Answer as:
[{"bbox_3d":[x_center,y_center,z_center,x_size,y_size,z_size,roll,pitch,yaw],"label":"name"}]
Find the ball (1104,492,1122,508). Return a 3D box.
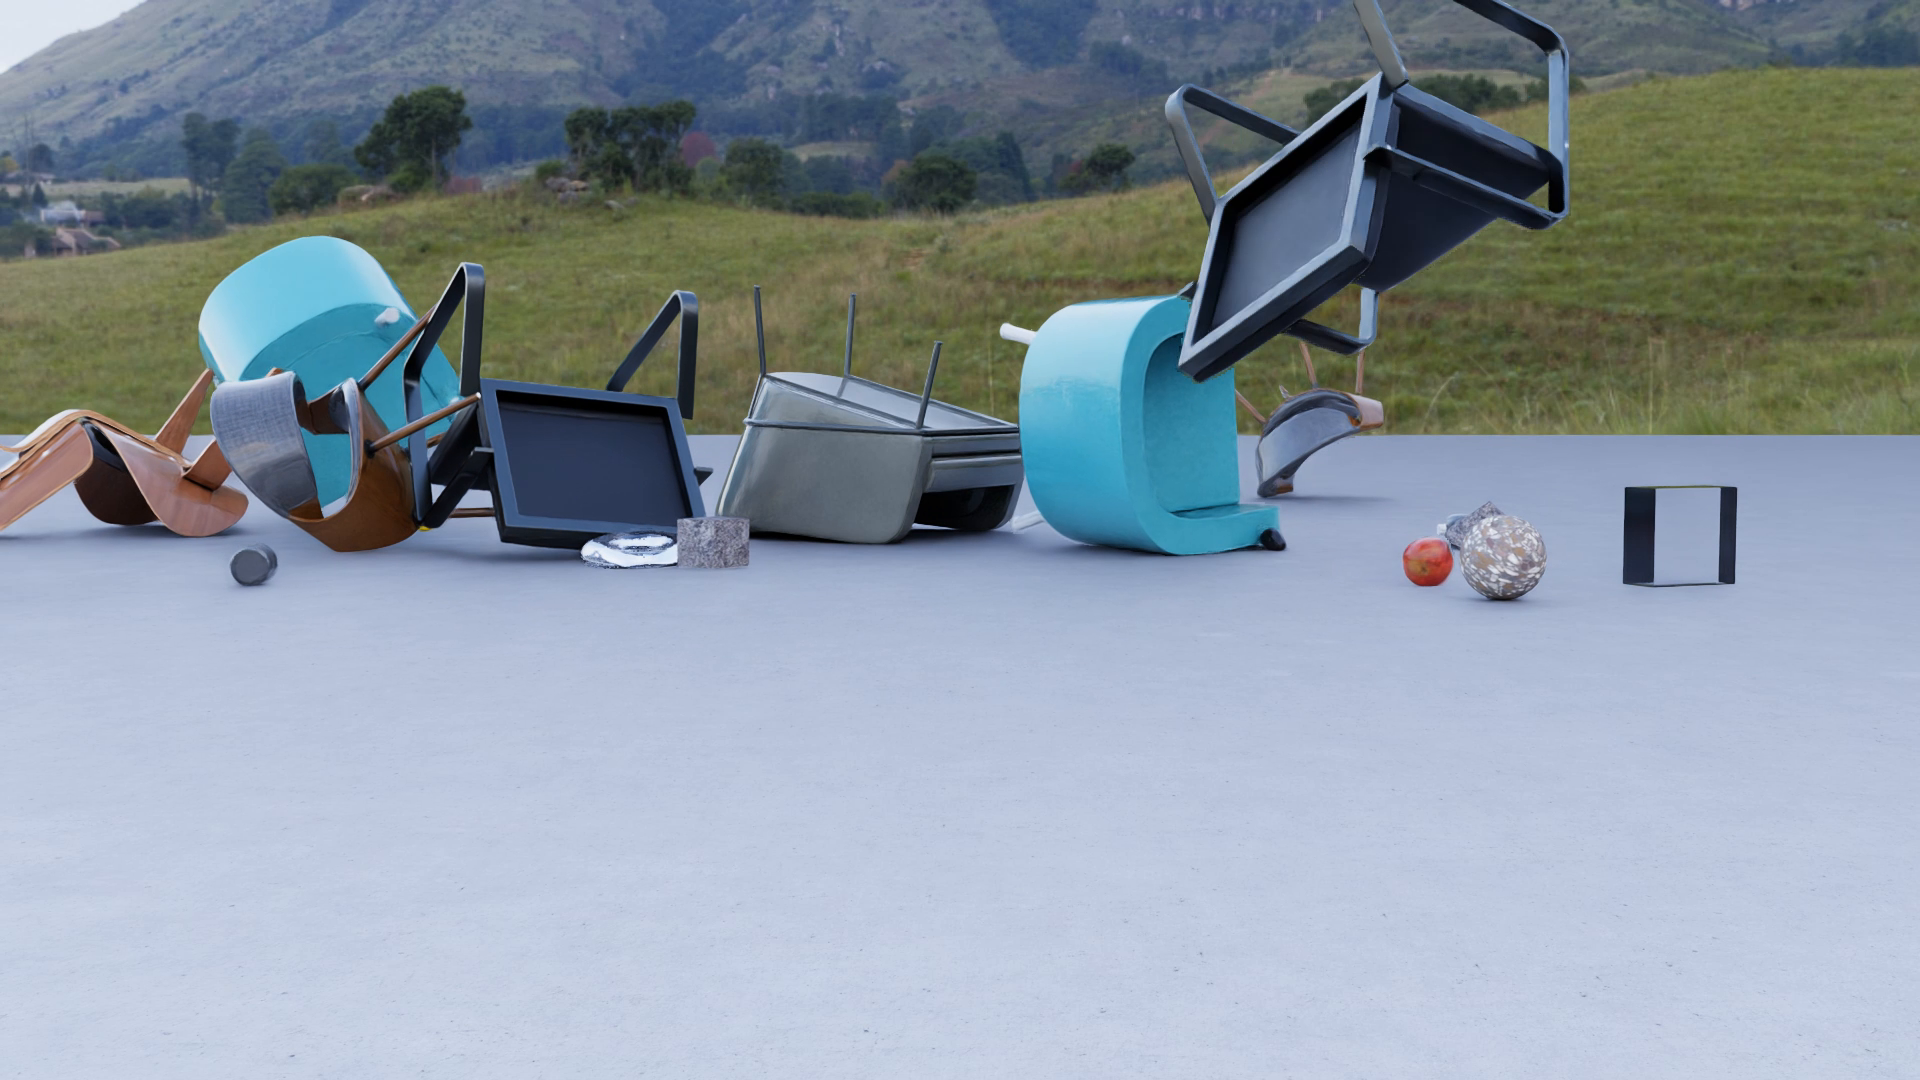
[{"bbox_3d":[0.572,-0.150,8.236,0.067,0.067,0.067,0,4,0],"label":"ball"}]

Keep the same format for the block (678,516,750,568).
[{"bbox_3d":[-0.625,0.006,5.579,0.122,0.121,0.135,3,5,35],"label":"block"}]

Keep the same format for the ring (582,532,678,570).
[{"bbox_3d":[-0.819,0.026,5.630,0.258,0.053,0.363,10,13,25],"label":"ring"}]

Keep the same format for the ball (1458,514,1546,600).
[{"bbox_3d":[1.157,0.037,4.688,0.182,0.182,0.182,0,4,0],"label":"ball"}]

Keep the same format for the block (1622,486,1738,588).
[{"bbox_3d":[1.657,-0.010,5.062,0.236,0.224,0.105,-2,4,-23],"label":"block"}]

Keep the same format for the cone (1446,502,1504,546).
[{"bbox_3d":[1.483,-0.061,6.181,0.244,0.105,0.204,-14,28,-29],"label":"cone"}]
